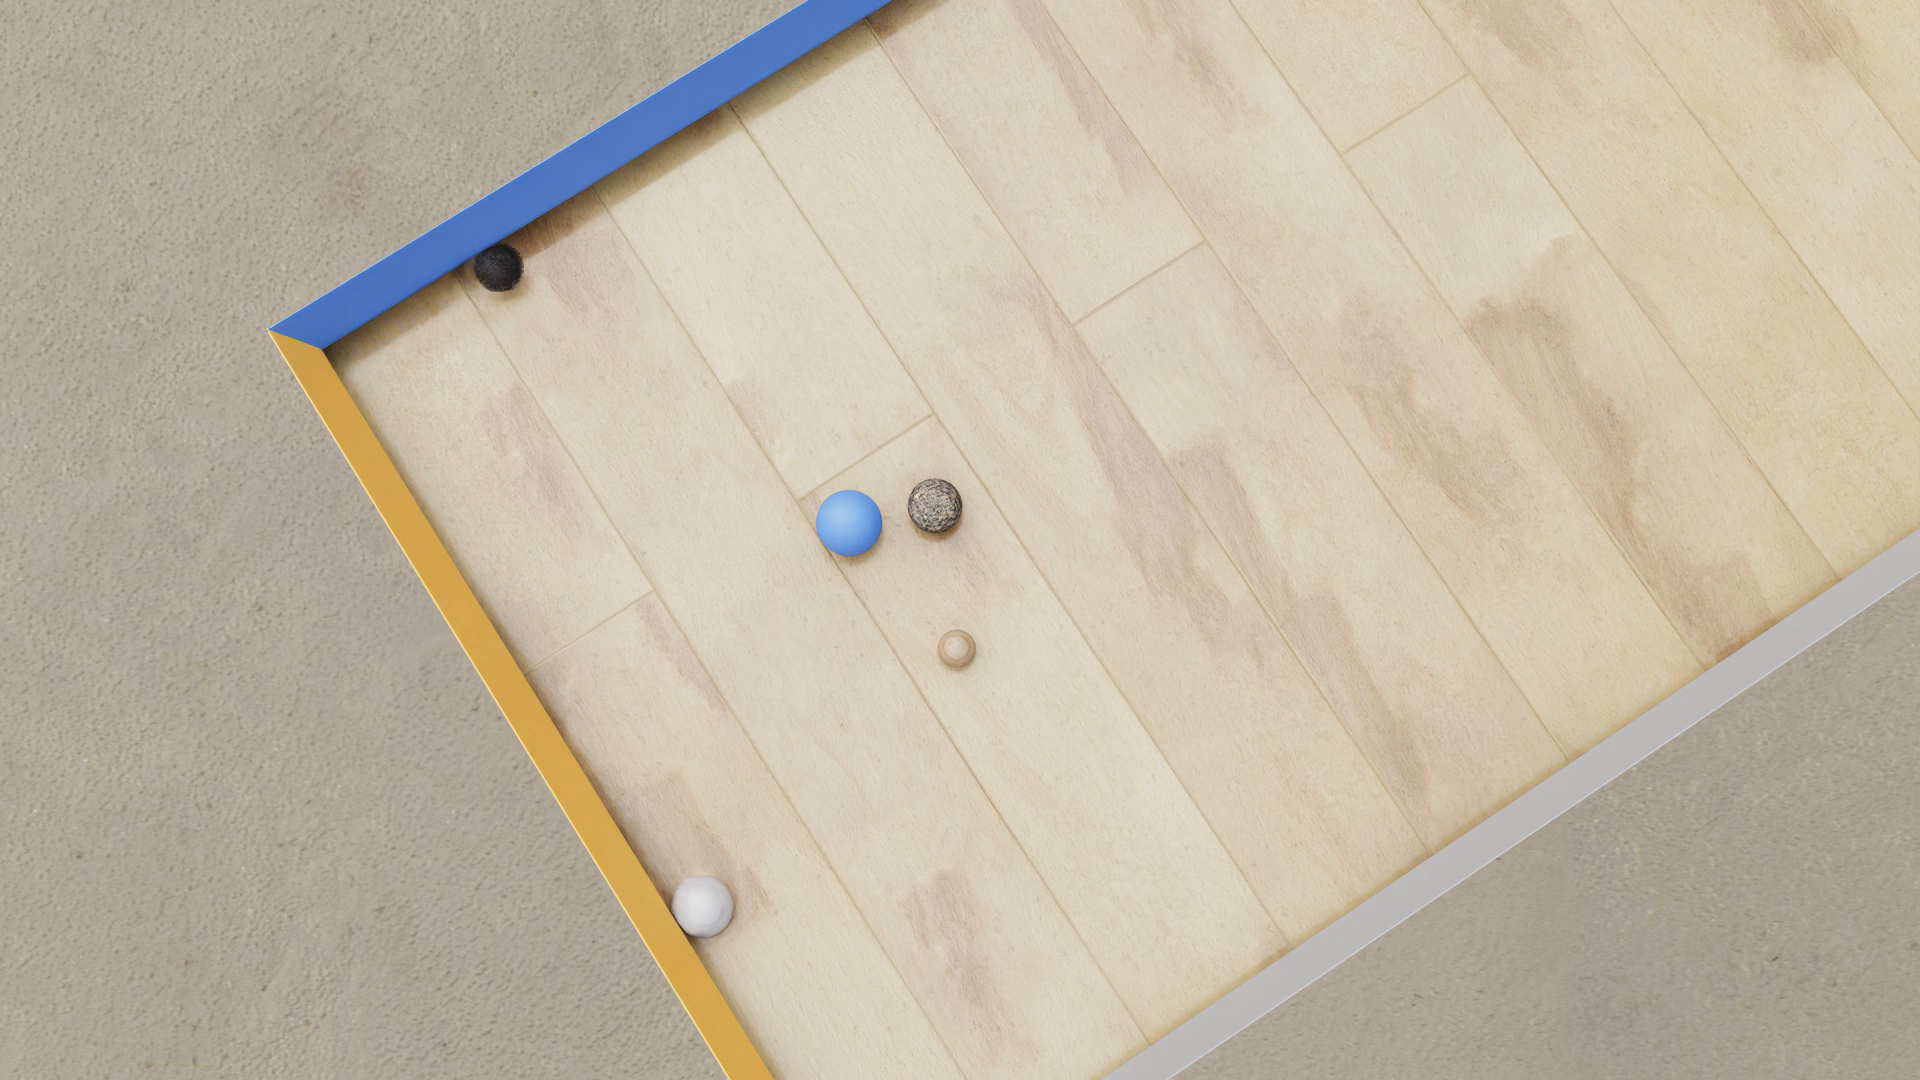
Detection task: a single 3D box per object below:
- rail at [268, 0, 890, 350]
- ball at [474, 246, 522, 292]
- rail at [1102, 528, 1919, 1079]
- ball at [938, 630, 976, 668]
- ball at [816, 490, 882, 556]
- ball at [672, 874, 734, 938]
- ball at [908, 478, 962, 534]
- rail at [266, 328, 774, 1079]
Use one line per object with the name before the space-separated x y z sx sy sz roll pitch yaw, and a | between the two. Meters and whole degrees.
rail | 0.153 -1.025 3.426 2.773 0.128 0.045 -33 82 -5
ball | -0.704 -0.413 3.351 0.071 0.071 0.071 0 80 0
rail | 1.009 0.272 3.204 2.773 0.128 0.045 -33 82 -5
ball | -0.005 0.161 3.260 0.058 0.058 0.058 0 80 0
ball | -0.165 -0.025 3.271 0.099 0.099 0.099 0 80 0
ball | -0.373 0.529 3.181 0.089 0.089 0.089 0 80 0
ball | -0.037 -0.051 3.284 0.082 0.082 0.082 0 80 0
rail | -0.561 0.356 3.189 0.045 0.128 1.618 -33 82 -5
